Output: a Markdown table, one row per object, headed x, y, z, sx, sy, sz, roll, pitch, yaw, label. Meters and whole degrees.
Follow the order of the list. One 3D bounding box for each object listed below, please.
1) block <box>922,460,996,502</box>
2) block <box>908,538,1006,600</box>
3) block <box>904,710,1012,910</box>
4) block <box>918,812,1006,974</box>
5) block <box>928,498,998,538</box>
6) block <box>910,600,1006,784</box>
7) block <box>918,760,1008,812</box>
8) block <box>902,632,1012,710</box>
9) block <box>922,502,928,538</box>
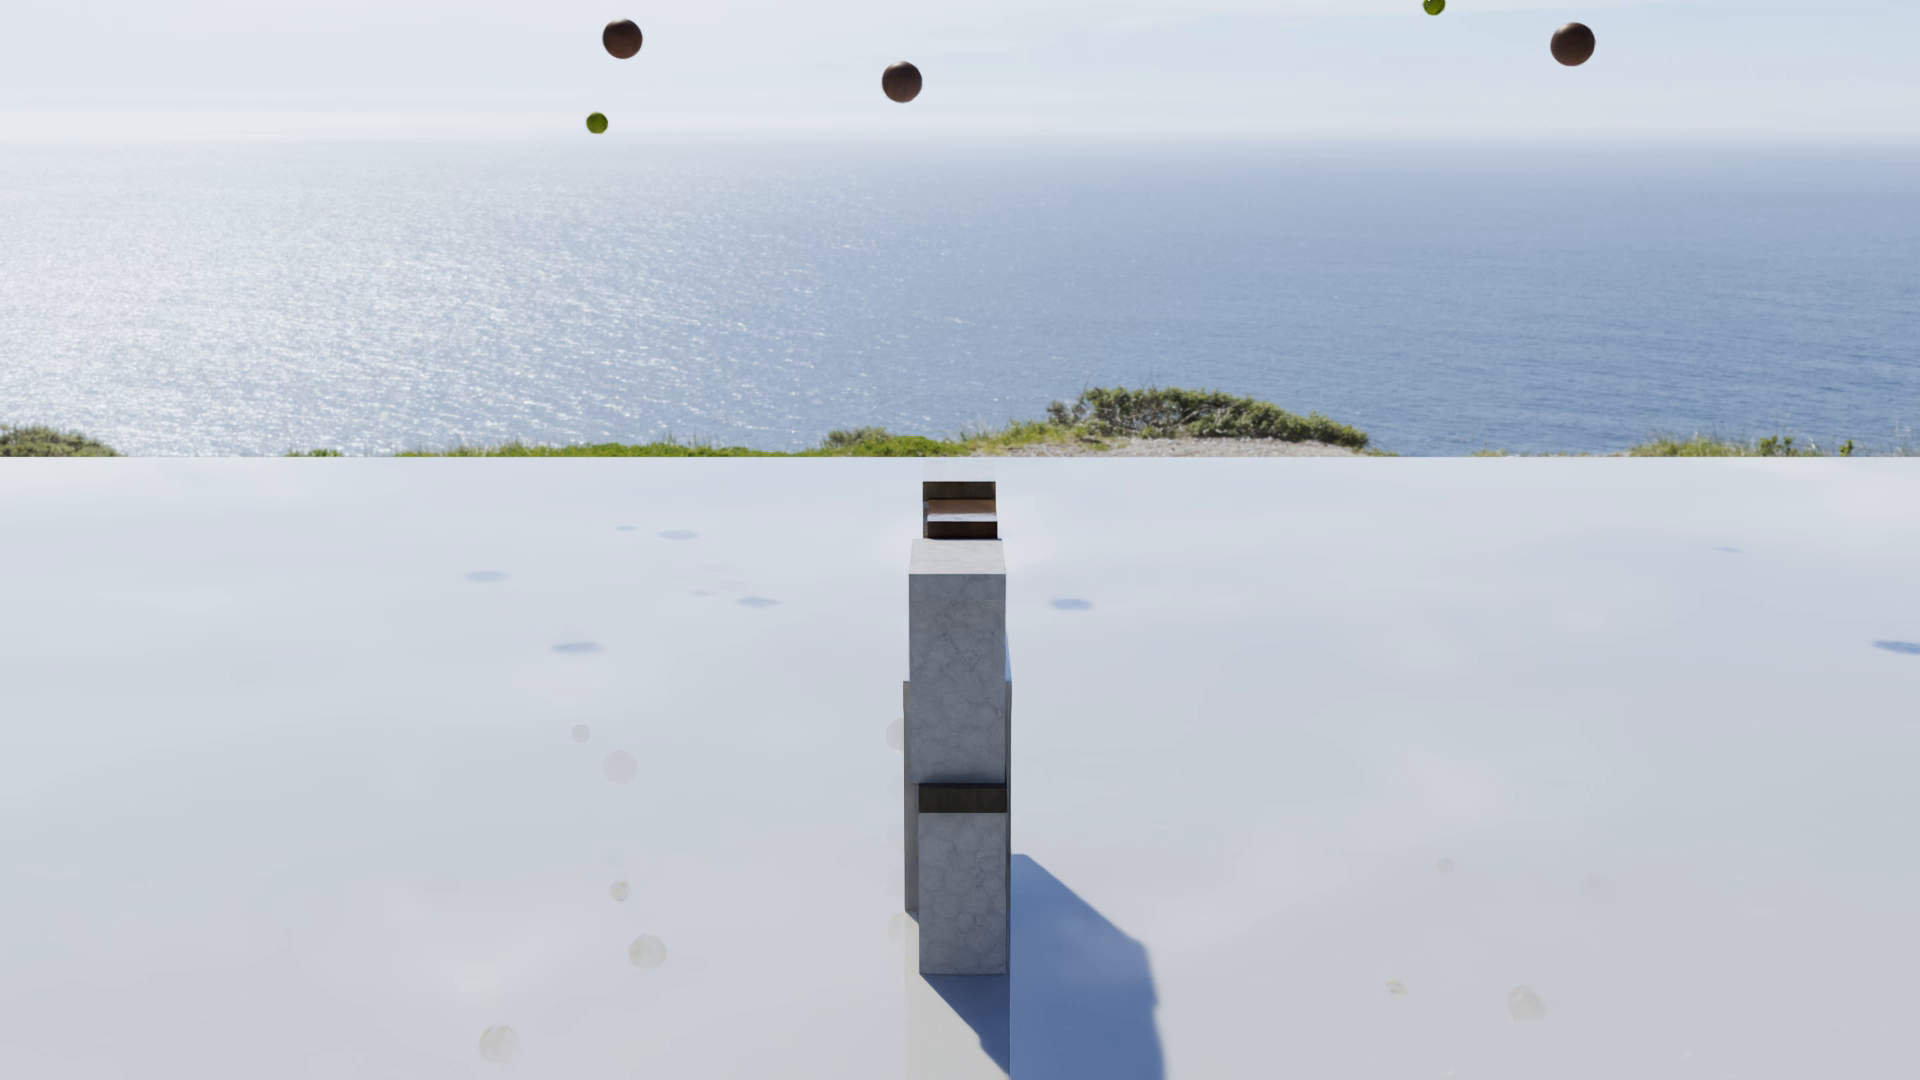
| x | y | z | sx | sy | sz | roll | pitch | yaw | label |
| --- | --- | --- | --- | --- | --- | --- | --- | --- | --- |
| -0.002 | -0.104 | 3.802 | 0.123 | 0.035 | 0.246 | 0 | 11 | 0 | block |
| -0.004 | 0.043 | 3.325 | 0.141 | 0.040 | 0.283 | 0 | 11 | 0 | block |
| -0.004 | 0.431 | 3.581 | 0.173 | 0.346 | 0.049 | 0 | 11 | 0 | block |
| 0.004 | 0.523 | 3.314 | 0.130 | 0.261 | 0.037 | 0 | 11 | 0 | block |
| 0.004 | -0.034 | 3.572 | 0.111 | 0.031 | 0.221 | 0 | 11 | 0 | block |
| -0.004 | 0.219 | 3.262 | 0.141 | 0.283 | 0.040 | 0 | 11 | 0 | block |
| 0.004 | 0.361 | 3.372 | 0.131 | 0.037 | 0.261 | 0 | 11 | 0 | block |
| -0.004 | 0.216 | 3.658 | 0.173 | 0.049 | 0.346 | 0 | 11 | 0 | block |
| -0.002 | 0.049 | 3.747 | 0.123 | 0.246 | 0.035 | 0 | 11 | 0 | block |
